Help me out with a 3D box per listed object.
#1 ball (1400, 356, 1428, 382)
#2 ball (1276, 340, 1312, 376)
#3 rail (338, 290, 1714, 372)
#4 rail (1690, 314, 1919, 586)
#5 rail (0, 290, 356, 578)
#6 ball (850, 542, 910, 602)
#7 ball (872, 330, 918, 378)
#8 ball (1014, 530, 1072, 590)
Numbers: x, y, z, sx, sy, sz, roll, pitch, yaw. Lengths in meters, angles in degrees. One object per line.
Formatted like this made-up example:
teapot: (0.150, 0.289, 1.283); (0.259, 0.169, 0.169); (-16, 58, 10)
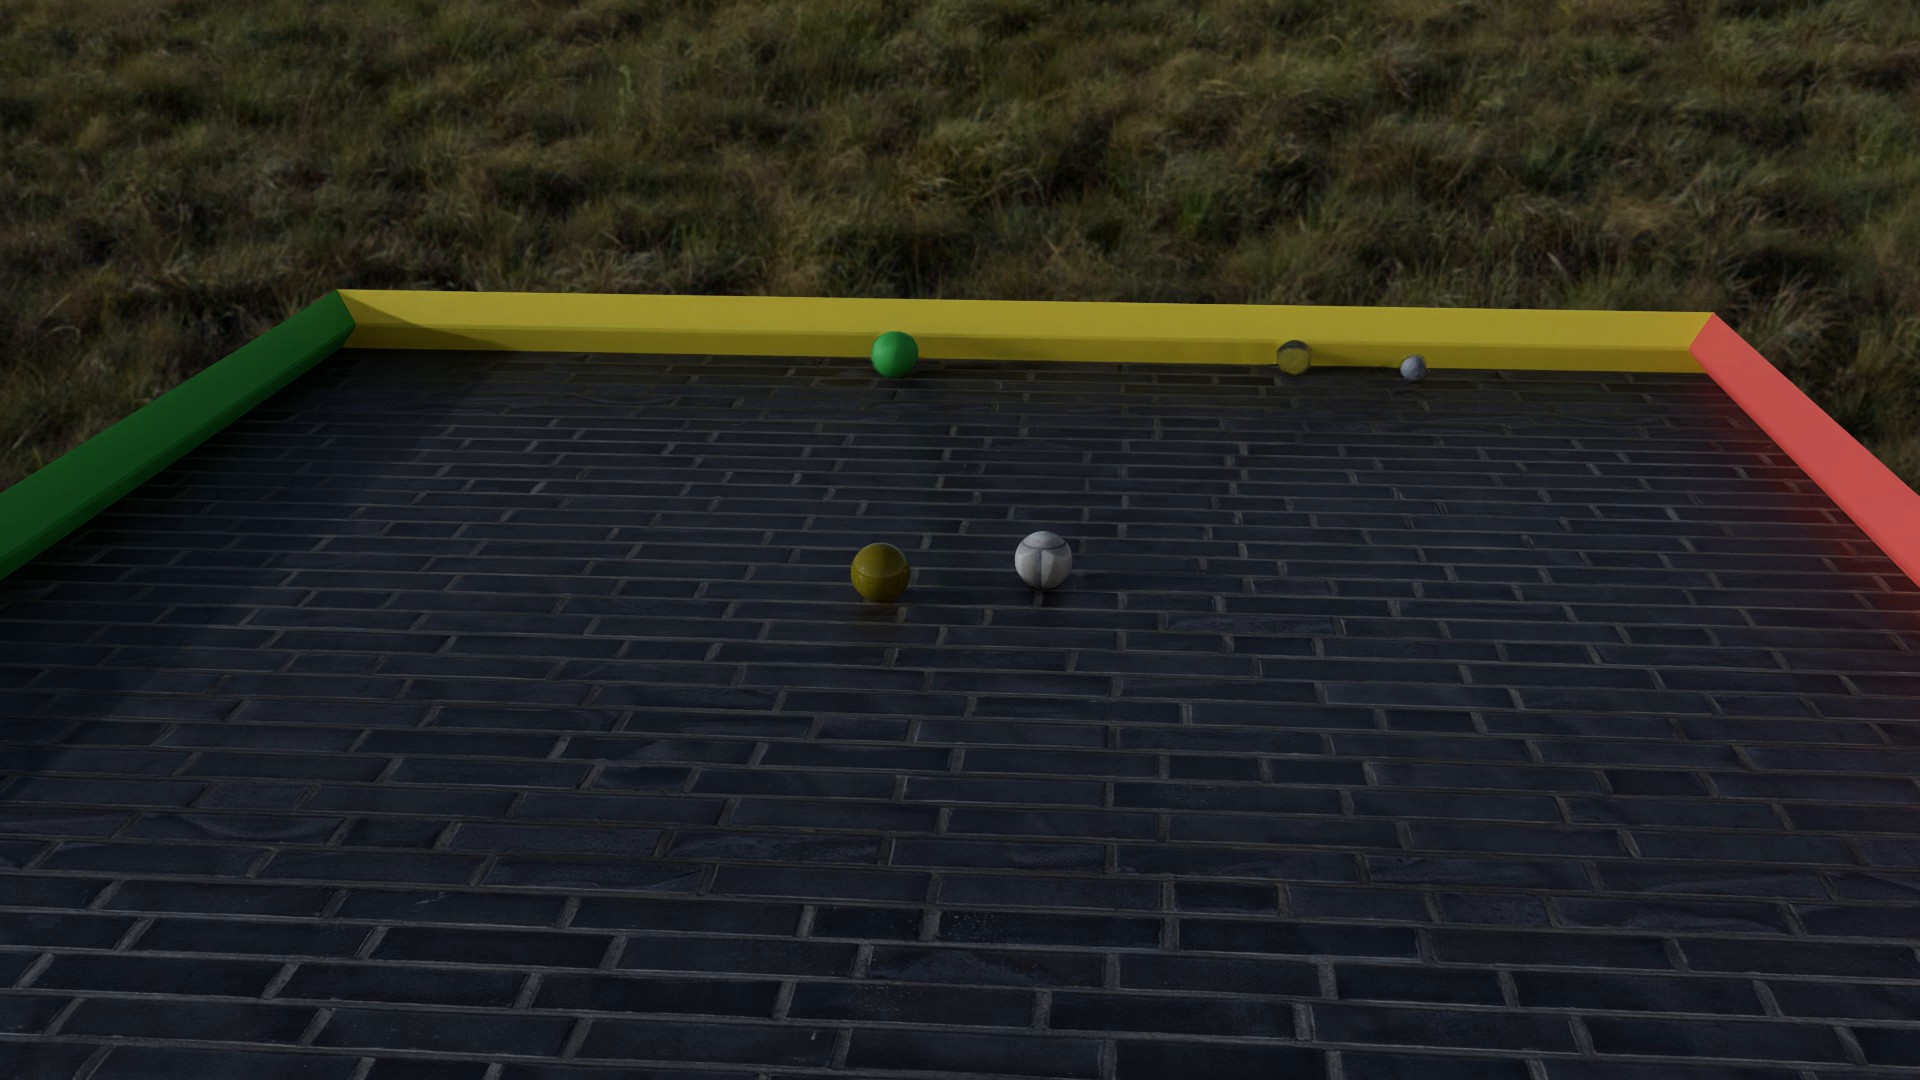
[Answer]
ball: (0.742, -0.279, 3.595); (0.043, 0.043, 0.043); (0, 19, 0)
ball: (0.552, -0.302, 3.636); (0.058, 0.058, 0.058); (0, 19, 0)
rail: (0.081, -0.349, 3.707); (2.330, 0.101, 0.045); (1, 19, 4)
rail: (1.055, 0.349, 1.628); (0.045, 0.101, 4.268); (1, 19, 4)
rail: (-1.221, 0.293, 1.797); (0.045, 0.101, 4.268); (1, 19, 4)
ball: (-0.094, 0.038, 2.603); (0.071, 0.071, 0.071); (0, 19, 0)
ball: (-0.106, -0.306, 3.619); (0.078, 0.078, 0.078); (0, 19, 0)
ball: (0.101, 0.024, 2.648); (0.070, 0.070, 0.070); (0, 19, 0)
